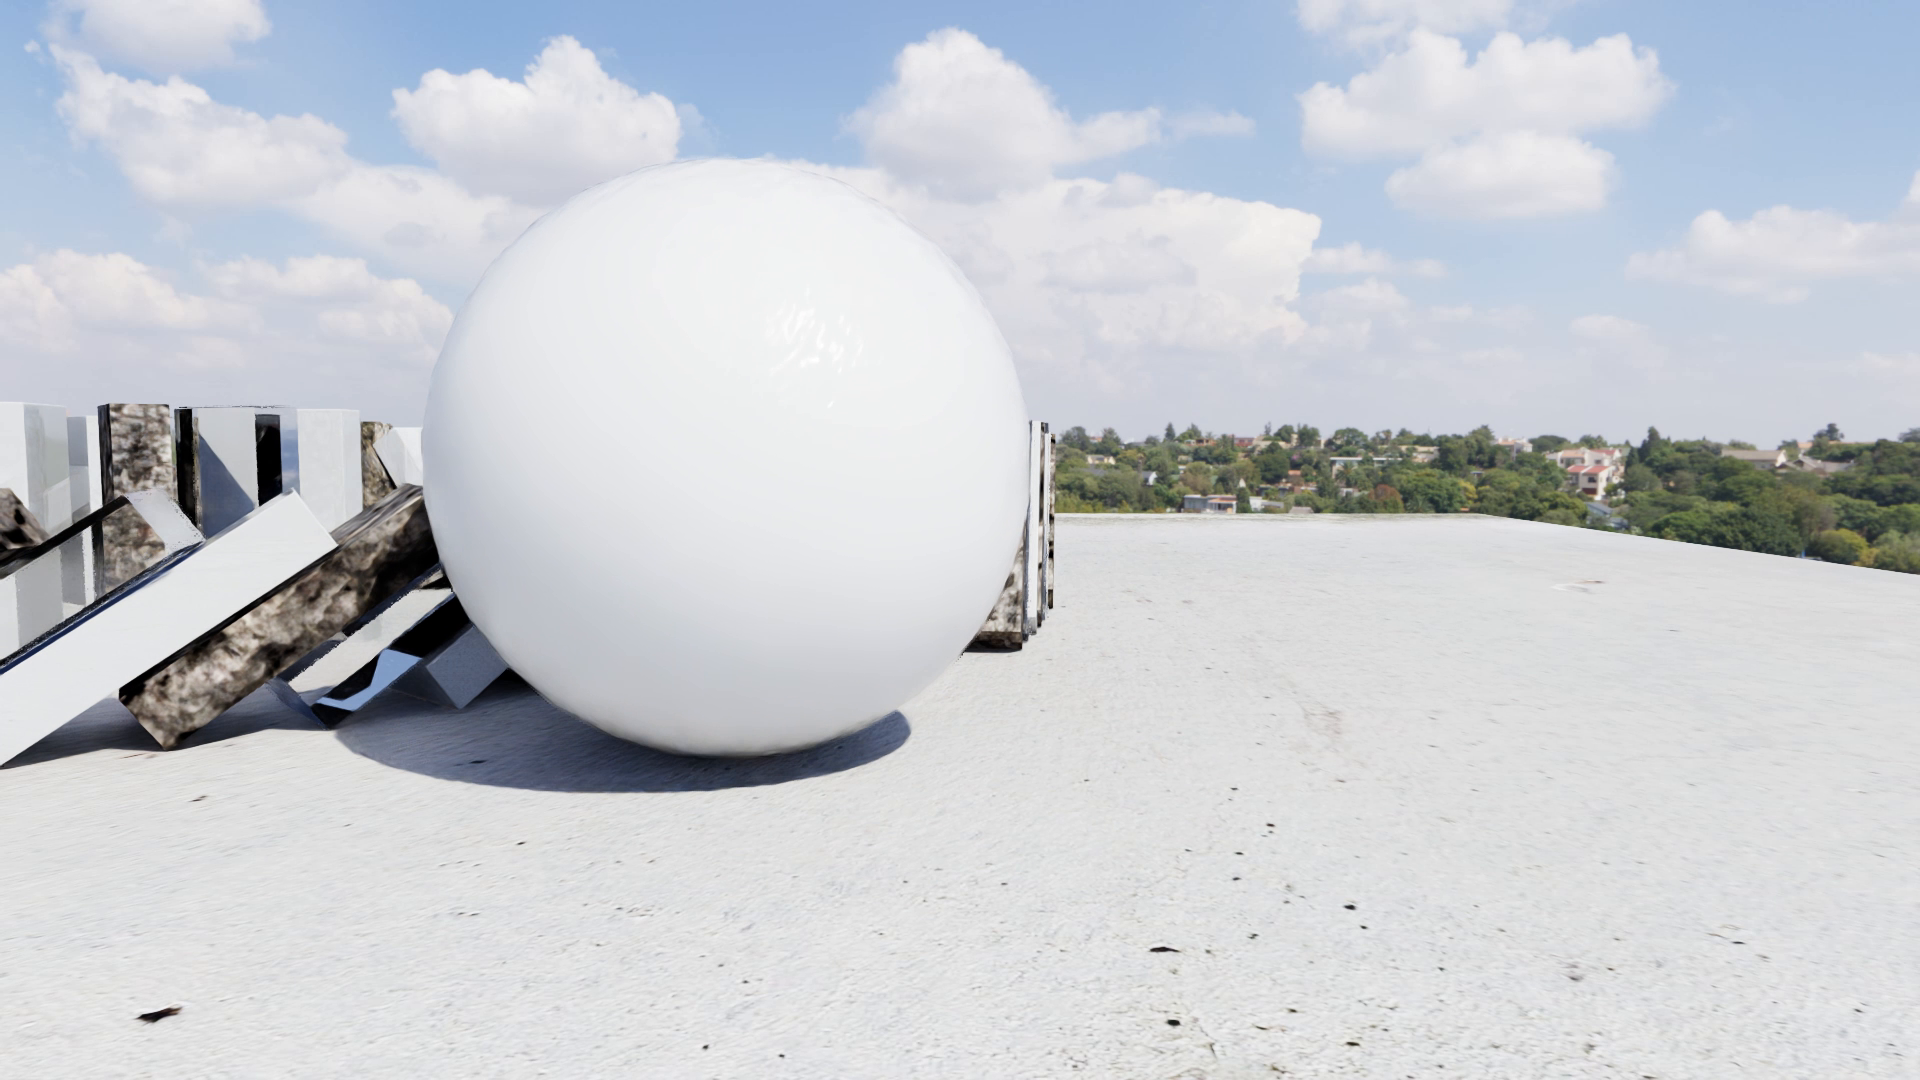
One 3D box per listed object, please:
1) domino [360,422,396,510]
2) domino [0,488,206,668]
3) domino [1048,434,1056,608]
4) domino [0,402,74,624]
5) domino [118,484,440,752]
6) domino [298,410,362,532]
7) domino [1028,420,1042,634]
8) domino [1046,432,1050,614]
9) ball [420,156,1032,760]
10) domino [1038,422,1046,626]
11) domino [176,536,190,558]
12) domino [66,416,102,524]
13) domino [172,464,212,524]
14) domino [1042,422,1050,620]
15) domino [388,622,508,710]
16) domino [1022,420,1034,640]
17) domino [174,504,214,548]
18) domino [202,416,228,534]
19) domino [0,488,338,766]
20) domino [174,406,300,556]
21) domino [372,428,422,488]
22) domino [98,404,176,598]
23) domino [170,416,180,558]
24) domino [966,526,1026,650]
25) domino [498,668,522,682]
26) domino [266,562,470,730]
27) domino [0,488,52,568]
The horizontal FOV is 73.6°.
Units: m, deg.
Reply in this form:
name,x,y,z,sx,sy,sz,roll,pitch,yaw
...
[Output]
name,x,y,z,sx,sy,sz,roll,pitch,yaw
domino,-0.172,-0.011,0.392,0.010,0.050,0.025,-26,3,3
domino,-0.132,0.011,0.175,0.050,0.009,0.025,-37,16,-15
domino,0.013,-0.006,0.343,0.025,0.050,0.010,0,-33,5
domino,-0.178,-0.001,0.244,0.009,0.050,0.025,-2,5,-20
domino,-0.102,0.010,0.197,0.050,0.010,0.025,-41,24,-24
domino,-0.147,-0.004,0.285,0.025,0.050,0.009,0,4,-3
domino,0.006,-0.004,0.296,0.025,0.050,0.009,0,-26,5
domino,0.010,-0.005,0.332,0.025,0.050,0.010,0,-33,5
ball,-0.030,-0.011,0.175,0.080,0.080,0.080,0,4,0
domino,0.007,-0.004,0.307,0.025,0.050,0.009,0,-26,5
domino,-0.287,-0.008,0.431,0.050,0.009,0.025,37,-16,-29
domino,-0.241,-0.009,0.355,0.025,0.050,0.009,3,5,34
domino,-0.256,-0.009,0.453,0.050,0.010,0.025,33,-7,-18
domino,0.009,-0.005,0.318,0.025,0.050,0.009,0,-26,5
domino,-0.077,0.007,0.225,0.025,0.009,0.050,5,41,42
domino,0.003,-0.003,0.285,0.025,0.050,0.010,0,-26,5
domino,-0.273,-0.008,0.443,0.050,0.010,0.025,35,-12,-25
domino,-0.215,-0.011,0.380,0.010,0.050,0.025,-5,6,-25
domino,-0.116,0.011,0.185,0.050,0.010,0.025,-39,20,-20
domino,-0.150,-0.002,0.266,0.025,0.050,0.010,2,5,25
domino,-0.156,-0.011,0.393,0.010,0.050,0.025,-32,-4,13
domino,-0.162,-0.001,0.253,0.009,0.050,0.025,-3,5,-38
domino,-0.229,-0.010,0.369,0.010,0.050,0.025,-4,6,-45
domino,0.001,-0.002,0.274,0.025,0.050,0.010,0,-26,5
domino,-0.069,0.006,0.242,0.025,0.010,0.050,3,41,30
domino,-0.088,0.009,0.210,0.025,0.010,0.050,6,41,48
domino,-0.149,0.012,0.166,0.050,0.009,0.025,-36,10,-6
